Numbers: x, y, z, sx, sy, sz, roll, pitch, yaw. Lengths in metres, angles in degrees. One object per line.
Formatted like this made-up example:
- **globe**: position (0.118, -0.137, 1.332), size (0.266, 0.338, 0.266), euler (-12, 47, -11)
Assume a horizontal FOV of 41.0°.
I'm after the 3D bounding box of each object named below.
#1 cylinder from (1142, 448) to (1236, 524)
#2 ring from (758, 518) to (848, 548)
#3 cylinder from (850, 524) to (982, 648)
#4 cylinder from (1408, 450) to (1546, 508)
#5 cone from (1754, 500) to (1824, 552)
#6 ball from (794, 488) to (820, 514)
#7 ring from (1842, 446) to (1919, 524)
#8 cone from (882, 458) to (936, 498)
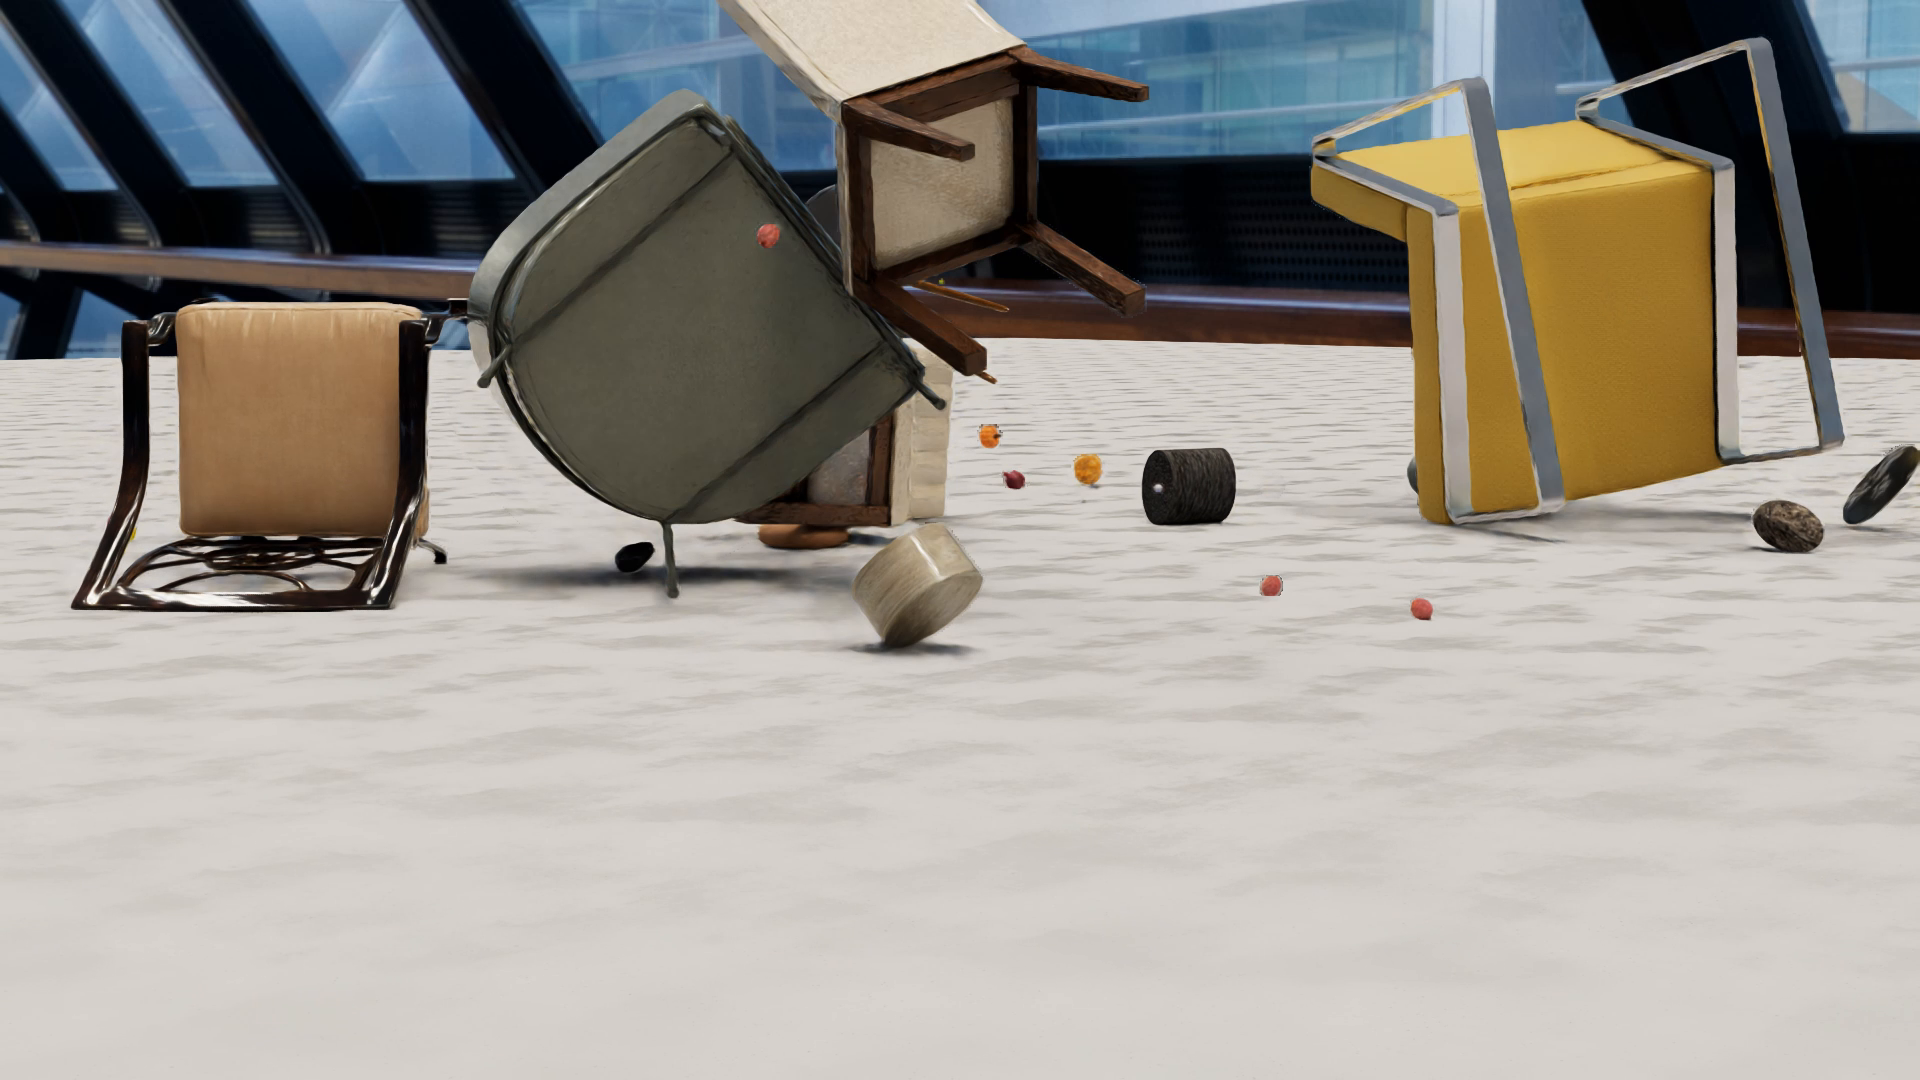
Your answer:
- **cylinder**: position (0.609, -0.143, 6.832), size (0.198, 0.201, 0.155), euler (-3, 14, -28)
- **ring**: position (-0.383, -0.016, 6.275), size (0.222, 0.060, 0.230), euler (0, 6, -9)
- **cylinder**: position (-0.077, 0.082, 4.516), size (0.210, 0.109, 0.201), euler (-47, -24, 25)
- **cylinder**: position (1.487, -0.176, 7.390), size (0.307, 0.143, 0.251), euler (6, -5, 43)
- **cone**: position (1.951, -0.044, 6.132), size (0.086, 0.117, 0.223), euler (18, 8, -32)
- **ball**: position (-0.423, -0.110, 7.118), size (0.074, 0.074, 0.074), euler (0, 6, 0)
- **ring**: position (2.396, -0.142, 6.676), size (0.062, 0.270, 0.144), euler (34, 34, -2)
- **cone**: position (-0.165, -0.154, 7.616), size (0.146, 0.134, 0.073), euler (-24, 16, 2)
